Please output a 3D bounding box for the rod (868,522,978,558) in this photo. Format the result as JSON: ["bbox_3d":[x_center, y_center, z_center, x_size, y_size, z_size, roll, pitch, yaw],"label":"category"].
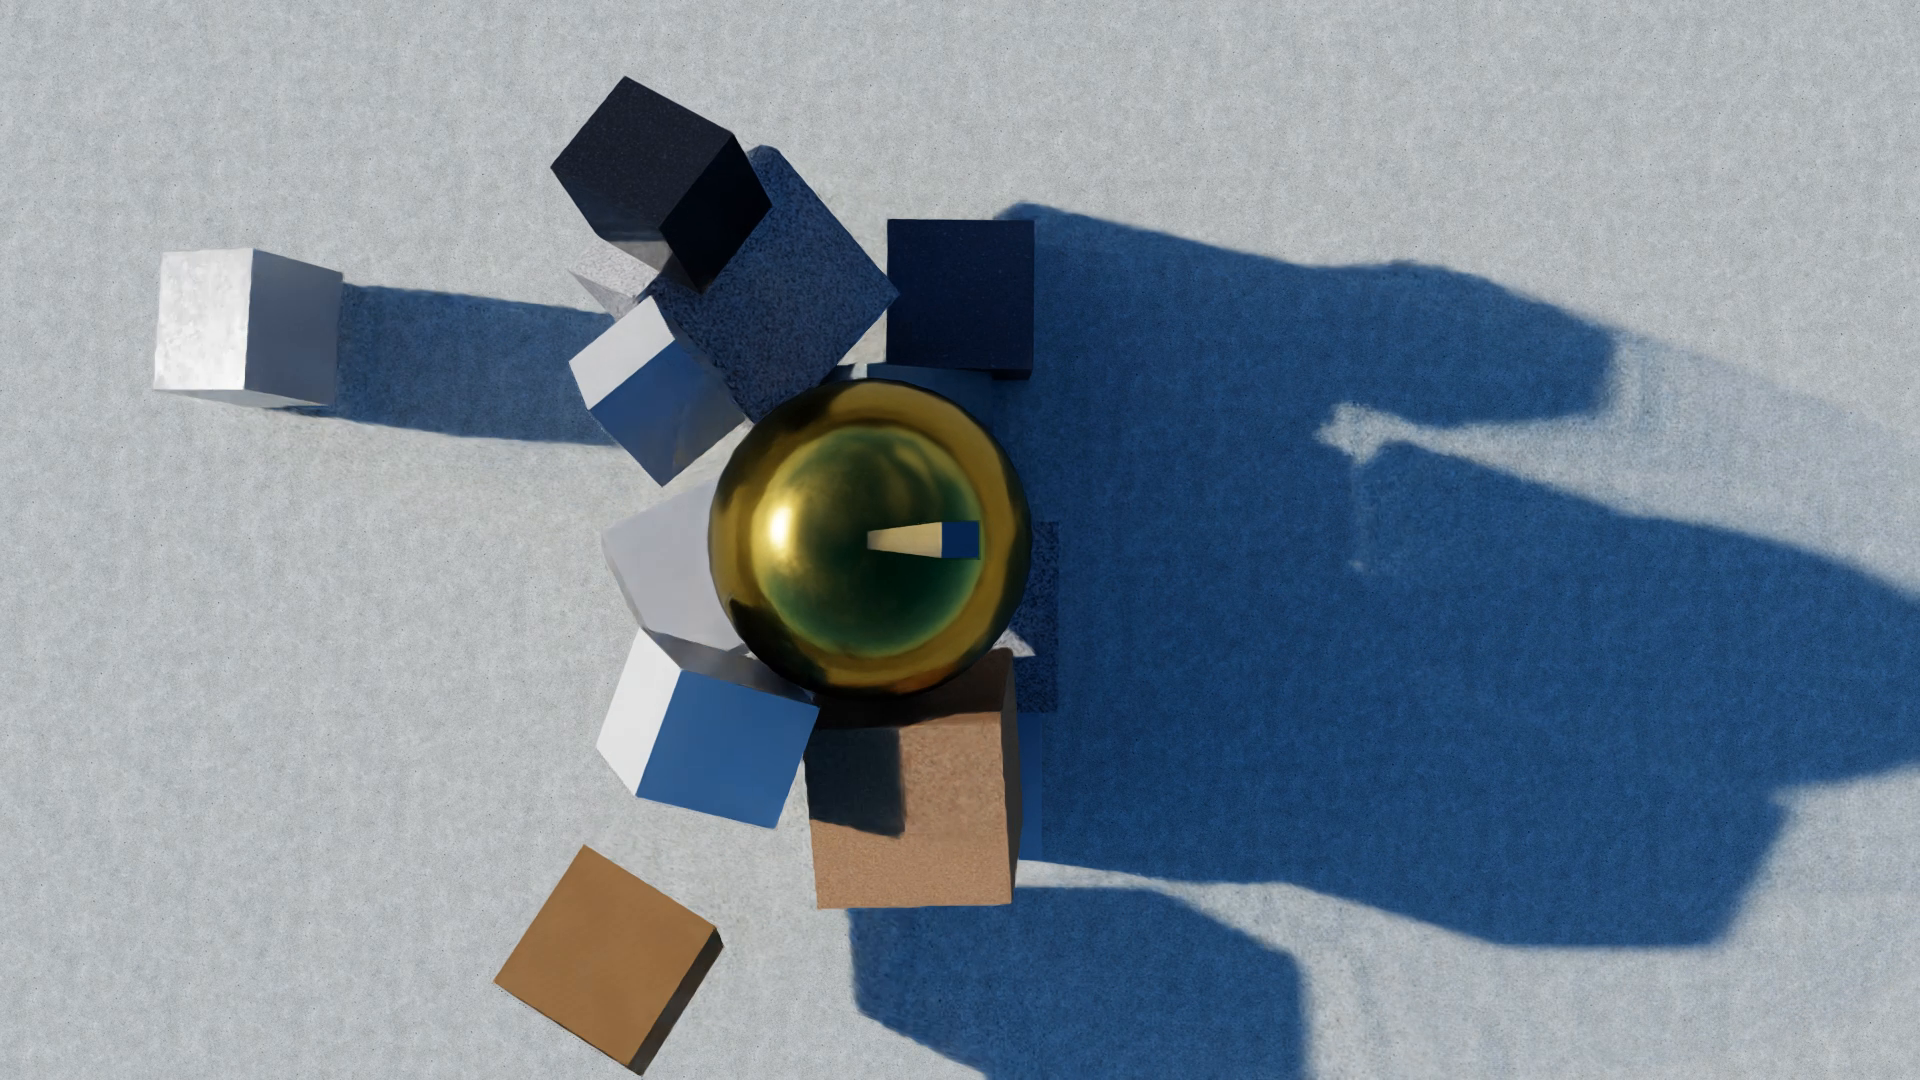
[{"bbox_3d":[-0.191,0.000,7.418,0.080,5.200,0.080,0,90,-4],"label":"rod"}]

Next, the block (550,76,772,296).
[{"bbox_3d":[-1.484,-1.768,11.004,0.722,0.658,0.604,31,77,23],"label":"block"}]

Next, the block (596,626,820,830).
[{"bbox_3d":[-1.242,0.916,10.772,0.744,0.715,0.643,18,96,-27],"label":"block"}]

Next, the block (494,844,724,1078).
[{"bbox_3d":[-1.857,2.269,11.785,0.821,0.887,0.830,31,74,6],"label":"block"}]

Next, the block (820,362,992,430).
[{"bbox_3d":[-0.477,-0.528,12.342,0.930,0.931,0.827,0,90,-44],"label":"block"}]

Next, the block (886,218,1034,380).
[{"bbox_3d":[0.002,-1.359,12.572,0.813,0.855,0.822,0,90,0],"label":"block"}]

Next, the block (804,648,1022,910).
[{"bbox_3d":[-0.221,1.221,11.433,0.983,1.096,0.969,-2,107,5],"label":"block"}]

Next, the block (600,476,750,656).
[{"bbox_3d":[-1.450,0.241,12.340,0.799,0.943,0.878,-26,86,-11],"label":"block"}]

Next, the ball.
[{"bbox_3d":[-0.440,0.000,10.808,1.600,1.600,1.600,0,90,0],"label":"ball"}]

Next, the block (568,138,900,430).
[{"bbox_3d":[-1.231,-1.405,11.967,1.082,0.968,1.105,-49,123,-10],"label":"block"}]

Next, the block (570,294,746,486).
[{"bbox_3d":[-1.511,-0.746,10.945,0.537,0.630,0.565,-39,122,3],"label":"block"}]

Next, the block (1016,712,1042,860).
[{"bbox_3d":[-0.014,1.357,12.562,0.928,0.876,0.816,0,90,0],"label":"block"}]

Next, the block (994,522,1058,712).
[{"bbox_3d":[0.029,0.420,12.471,1.008,1.058,1.034,0,90,0],"label":"block"}]

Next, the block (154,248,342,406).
[{"bbox_3d":[-4.042,-1.193,12.508,0.654,0.734,0.778,1,86,25],"label":"block"}]
